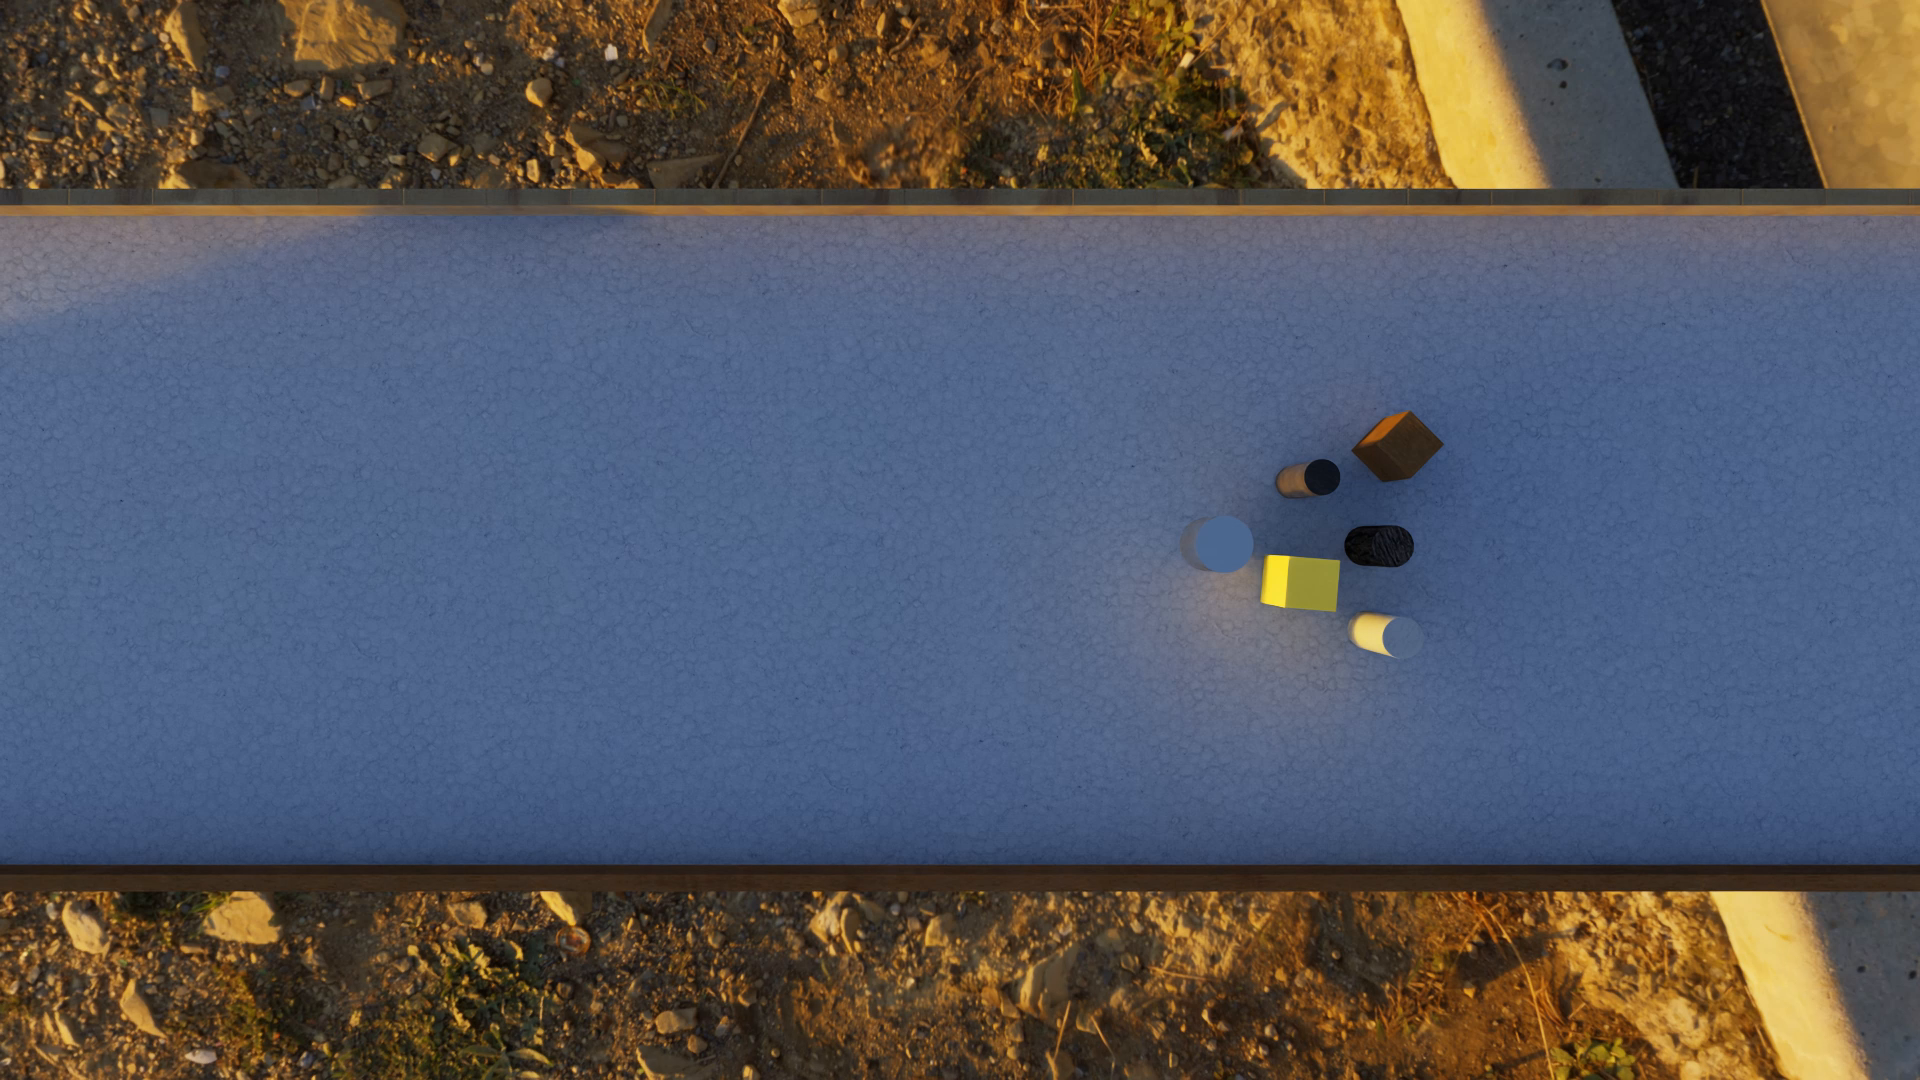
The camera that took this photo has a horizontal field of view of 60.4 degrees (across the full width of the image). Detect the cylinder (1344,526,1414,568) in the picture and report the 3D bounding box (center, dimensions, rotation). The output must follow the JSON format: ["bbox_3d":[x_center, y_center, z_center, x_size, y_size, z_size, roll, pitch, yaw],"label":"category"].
[{"bbox_3d":[1.244,0.018,4.907,0.122,0.339,0.122,0,90,0],"label":"cylinder"}]

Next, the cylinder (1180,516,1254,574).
[{"bbox_3d":[0.758,0.013,4.899,0.165,0.354,0.165,0,90,0],"label":"cylinder"}]

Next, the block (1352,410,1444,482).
[{"bbox_3d":[1.302,-0.276,4.921,0.139,0.311,0.139,45,90,0],"label":"block"}]

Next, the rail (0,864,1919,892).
[{"bbox_3d":[-2.247,1.025,5.001,12.000,0.150,0.050,0,90,0],"label":"rail"}]

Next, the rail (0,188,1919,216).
[{"bbox_3d":[-2.247,-1.025,5.002,12.000,0.150,0.050,0,90,0],"label":"rail"}]

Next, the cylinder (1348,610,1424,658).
[{"bbox_3d":[1.251,0.277,4.867,0.118,0.420,0.118,0,90,0],"label":"cylinder"}]

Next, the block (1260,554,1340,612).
[{"bbox_3d":[1.004,0.125,4.887,0.146,0.379,0.146,5,90,0],"label":"block"}]

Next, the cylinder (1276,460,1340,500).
[{"bbox_3d":[1.023,-0.177,4.865,0.103,0.423,0.103,0,90,0],"label":"cylinder"}]
